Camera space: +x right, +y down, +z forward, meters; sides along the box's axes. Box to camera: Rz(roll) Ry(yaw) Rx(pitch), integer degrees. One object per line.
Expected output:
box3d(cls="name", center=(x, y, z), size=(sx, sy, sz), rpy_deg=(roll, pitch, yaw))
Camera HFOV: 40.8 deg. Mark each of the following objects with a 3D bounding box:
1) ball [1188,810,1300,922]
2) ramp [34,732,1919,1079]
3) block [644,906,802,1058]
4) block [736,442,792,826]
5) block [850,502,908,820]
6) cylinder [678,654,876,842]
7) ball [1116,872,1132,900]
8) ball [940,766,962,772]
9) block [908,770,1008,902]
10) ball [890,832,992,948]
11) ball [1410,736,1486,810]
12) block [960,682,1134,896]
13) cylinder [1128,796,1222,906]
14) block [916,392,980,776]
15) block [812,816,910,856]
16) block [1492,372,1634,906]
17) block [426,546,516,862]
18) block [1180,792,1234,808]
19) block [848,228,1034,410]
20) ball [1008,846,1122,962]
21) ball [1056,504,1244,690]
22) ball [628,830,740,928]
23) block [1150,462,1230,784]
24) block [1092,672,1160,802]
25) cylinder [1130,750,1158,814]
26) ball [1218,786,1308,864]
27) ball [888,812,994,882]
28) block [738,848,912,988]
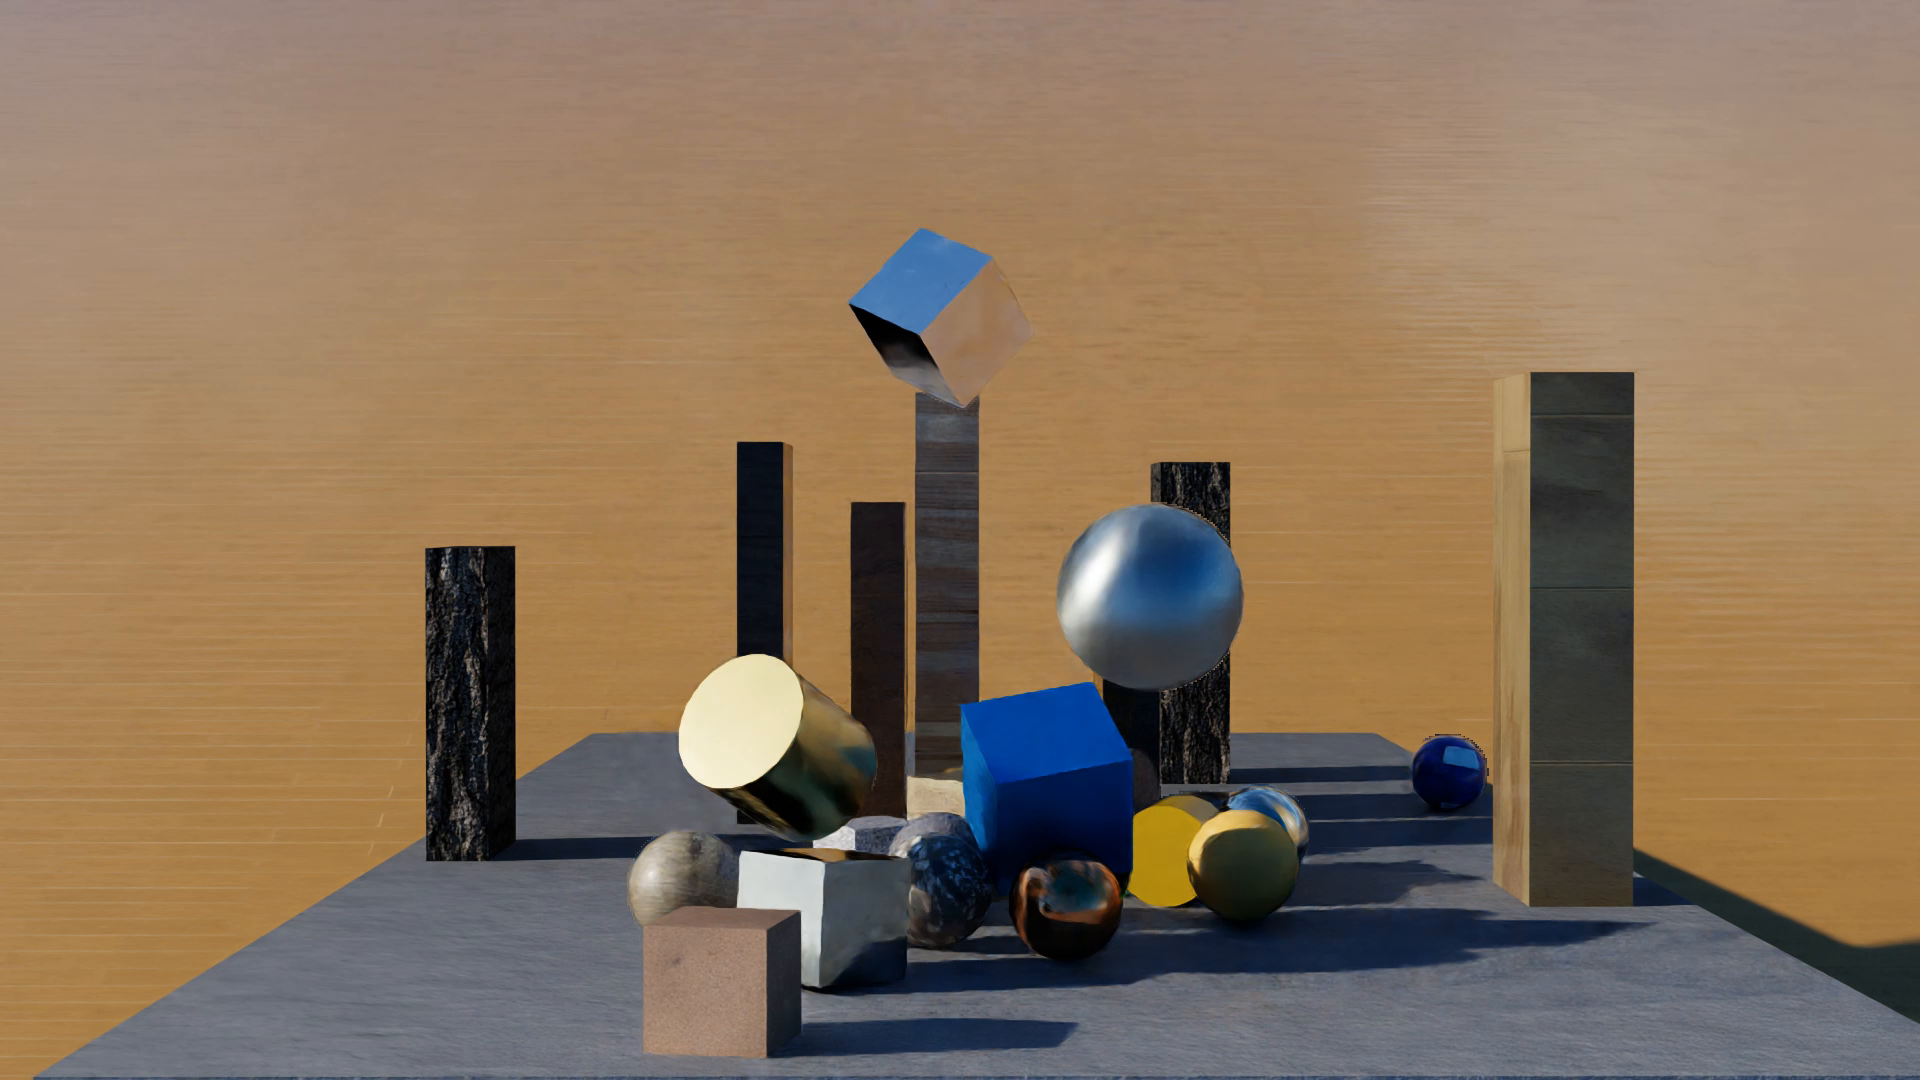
box3d(cls="ball", center=(0.393, 0.452, 3.592), size=(0.155, 0.155, 0.155), rpy_deg=(0, 28, 0))
box3d(cls="ramp", center=(0.063, 0.567, 4.607), size=(2.000, 0.100, 4.000), rpy_deg=(0, 1, 0))
box3d(cls="block", center=(-0.253, 0.472, 2.772), size=(0.134, 0.134, 0.134), rpy_deg=(0, 1, 12))
box3d(cls="block", center=(-0.362, 0.168, 4.820), size=(0.082, 0.694, 0.287), rpy_deg=(0, 1, 0))
box3d(cls="block", center=(-0.136, 0.228, 4.393), size=(0.087, 0.584, 0.338), rpy_deg=(0, 1, 0))
box3d(cls="cylinder", center=(-0.225, 0.259, 3.196), size=(0.178, 0.178, 0.178), rpy_deg=(-15, 56, 24))
box3d(cls="ball", center=(0.162, 0.455, 3.564), size=(0.149, 0.149, 0.149), rpy_deg=(0, 28, 0))
box3d(cls="ball", center=(0.002, 0.444, 4.252), size=(0.144, 0.144, 0.144), rpy_deg=(0, 28, 0))
box3d(cls="block", center=(0.042, 0.440, 3.883), size=(0.171, 0.171, 0.171), rpy_deg=(1, 1, 40))
box3d(cls="ball", center=(-0.033, 0.457, 3.375), size=(0.150, 0.150, 0.150), rpy_deg=(0, 28, 0))
box3d(cls="ball", center=(0.928, 0.442, 4.909), size=(0.142, 0.142, 0.142), rpy_deg=(0, 28, 0))
box3d(cls="block", center=(0.114, 0.325, 3.385), size=(0.181, 0.181, 0.181), rpy_deg=(-9, 32, -11))
box3d(cls="cylinder", center=(0.314, 0.454, 3.784), size=(0.146, 0.146, 0.146), rpy_deg=(9, 3, 17))
box3d(cls="block", center=(-0.022, 0.124, 4.800), size=(0.115, 0.781, 0.330), rpy_deg=(0, 1, 0))
box3d(cls="block", center=(-0.129, 0.467, 3.718), size=(0.122, 0.122, 0.122), rpy_deg=(0, 1, -32))
box3d(cls="block", center=(0.893, 0.142, 3.837), size=(0.149, 0.768, 0.252), rpy_deg=(0, 1, 0))
box3d(cls="block", center=(-0.818, 0.266, 4.328), size=(0.101, 0.509, 0.260), rpy_deg=(0, 1, 0))
box3d(cls="block", center=(0.425, 0.464, 4.076), size=(0.119, 0.119, 0.119), rpy_deg=(0, 1, -14))
box3d(cls="block", center=(-0.021, -0.260, 3.020), size=(0.129, 0.129, 0.129), rpy_deg=(-47, 46, -15))
box3d(cls="ball", center=(0.134, 0.461, 3.276), size=(0.145, 0.145, 0.145), rpy_deg=(0, 28, 0))
box3d(cls="ball", center=(0.197, 0.059, 2.685), size=(0.195, 0.195, 0.195), rpy_deg=(0, 28, 0))
box3d(cls="ball", center=(-0.356, 0.455, 3.374), size=(0.154, 0.154, 0.154), rpy_deg=(0, 28, 0))
box3d(cls="block", center=(0.489, 0.171, 5.511), size=(0.144, 0.670, 0.279), rpy_deg=(0, 1, 0))
box3d(cls="block", center=(0.314, 0.248, 4.907), size=(0.104, 0.531, 0.347), rpy_deg=(0, 1, 0))
box3d(cls="cylinder", center=(0.211, 0.432, 4.311), size=(0.176, 0.176, 0.176), rpy_deg=(0, 24, 35))
box3d(cls="ball", center=(0.458, 0.451, 3.947), size=(0.148, 0.148, 0.148), rpy_deg=(0, 28, 0))
box3d(cls="ball", center=(-0.027, 0.454, 3.590), size=(0.151, 0.151, 0.151), rpy_deg=(0, 28, 0))
box3d(cls="block", center=(-0.166, 0.456, 3.139), size=(0.147, 0.147, 0.147), rpy_deg=(1, -3, 43))
